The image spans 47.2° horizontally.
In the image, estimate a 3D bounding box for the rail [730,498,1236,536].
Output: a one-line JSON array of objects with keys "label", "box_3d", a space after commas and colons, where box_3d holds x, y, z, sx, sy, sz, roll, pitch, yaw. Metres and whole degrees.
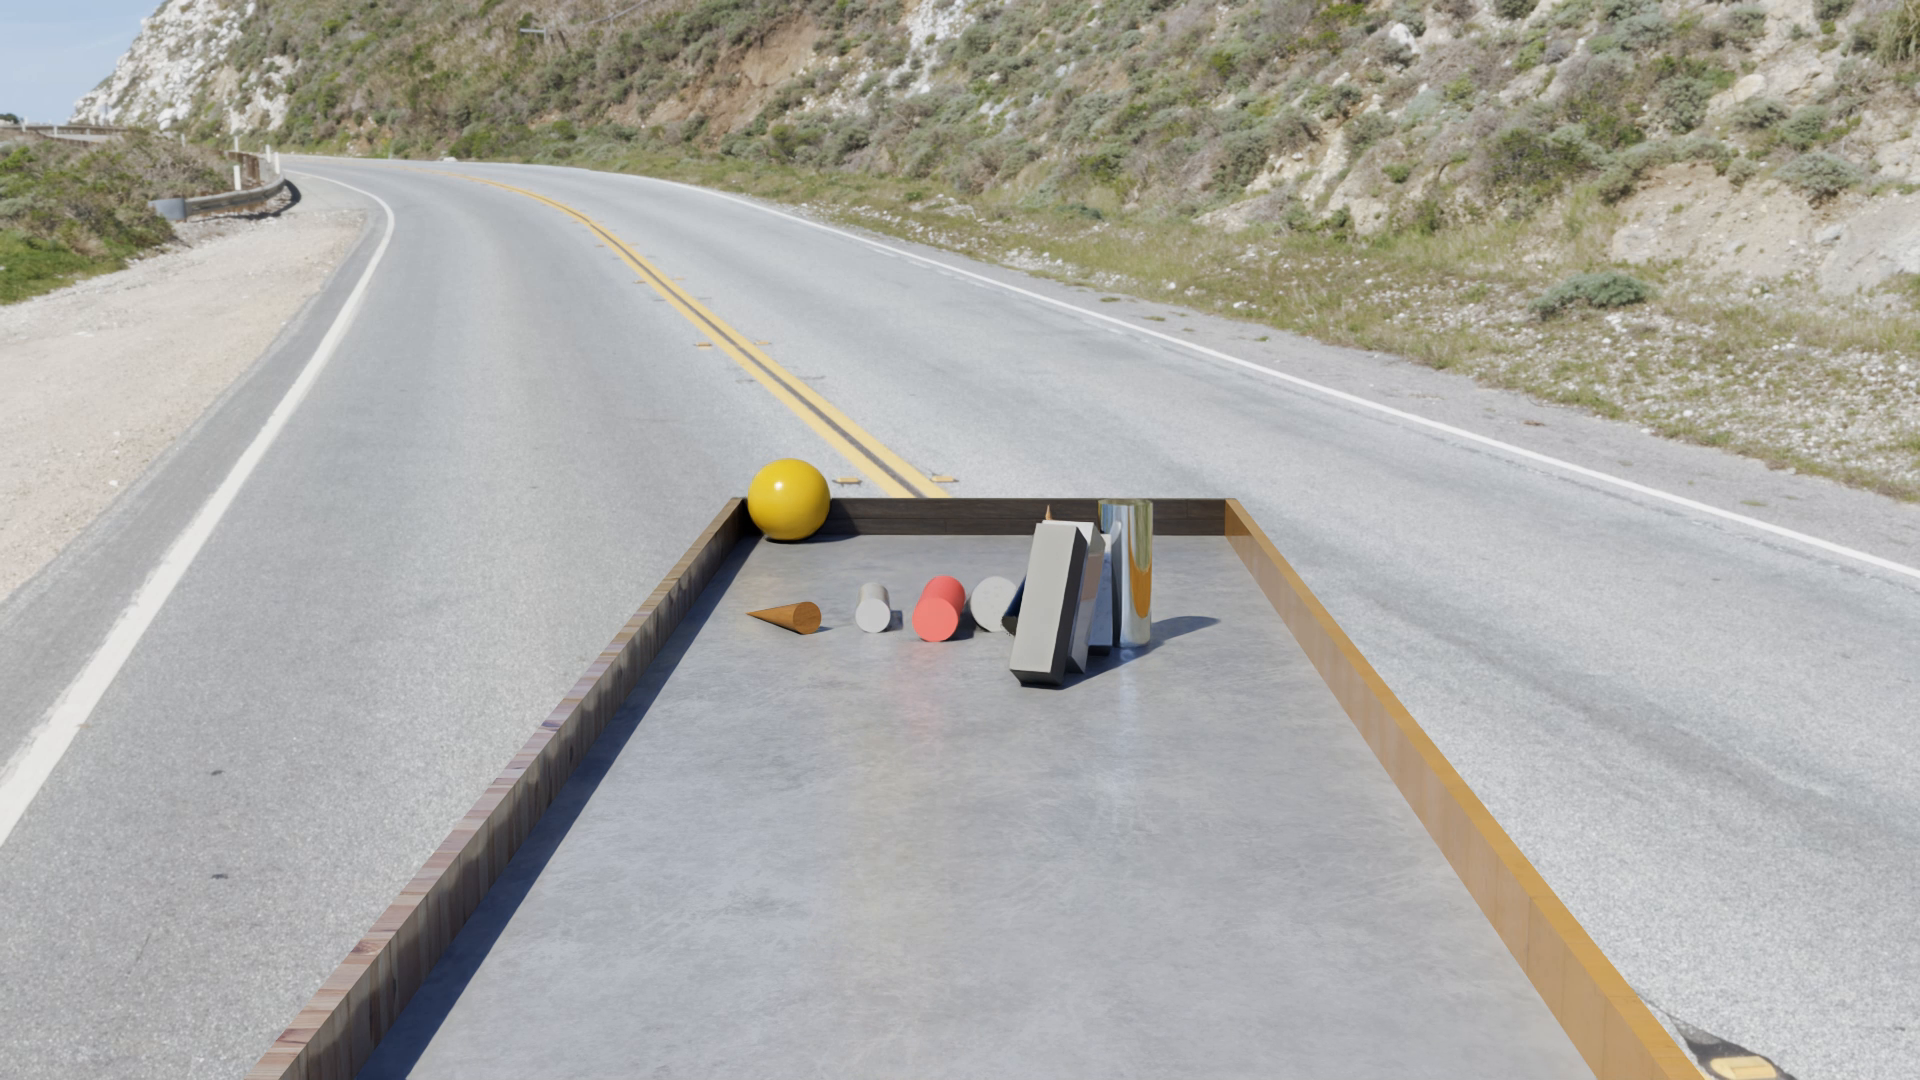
[{"label": "rail", "box_3d": [0.099, -0.098, 9.147, 2.100, 0.150, 0.050, 0, 9, 1]}]

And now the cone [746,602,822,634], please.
[{"label": "cone", "box_3d": [-0.611, 0.250, 7.265, 0.106, 0.106, 0.427, -6, 4, -34]}]

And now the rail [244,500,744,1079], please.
[{"label": "rail", "box_3d": [-1.004, 0.839, 3.234, 0.050, 0.150, 12.000, 0, 9, 1]}]

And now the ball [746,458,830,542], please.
[{"label": "ball", "box_3d": [-0.697, -0.163, 8.951, 0.340, 0.340, 0.340, 0, 9, 0]}]

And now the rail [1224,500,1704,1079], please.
[{"label": "rail", "box_3d": [1.046, 0.843, 3.208, 0.050, 0.150, 12.000, 0, 9, 1]}]

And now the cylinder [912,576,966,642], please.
[{"label": "cylinder", "box_3d": [-0.067, 0.221, 7.158, 0.144, 0.144, 0.406, 1, 9, 4]}]

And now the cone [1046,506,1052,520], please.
[{"label": "cone", "box_3d": [0.282, 0.084, 7.061, 0.161, 0.414, 0.161, 1, -11, 0]}]

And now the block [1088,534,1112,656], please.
[{"label": "block", "box_3d": [0.384, 0.169, 6.730, 0.148, 0.348, 0.148, 1, -16, 0]}]

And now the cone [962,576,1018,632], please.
[{"label": "cone", "box_3d": [0.059, 0.226, 7.307, 0.179, 0.179, 0.364, -3, -4, -20]}]

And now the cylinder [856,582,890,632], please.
[{"label": "cylinder", "box_3d": [-0.288, 0.221, 7.256, 0.112, 0.112, 0.306, 0, 9, -2]}]

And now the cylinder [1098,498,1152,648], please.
[{"label": "cylinder", "box_3d": [0.517, 0.102, 6.925, 0.172, 0.448, 0.172, 0, 8, 0]}]

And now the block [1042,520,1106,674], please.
[{"label": "block", "box_3d": [0.308, 0.168, 6.539, 0.158, 0.419, 0.158, 3, -21, 20]}]

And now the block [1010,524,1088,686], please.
[{"label": "block", "box_3d": [0.258, 0.187, 6.386, 0.123, 0.453, 0.123, 4, -21, 21]}]

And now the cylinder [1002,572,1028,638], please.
[{"label": "cylinder", "box_3d": [0.278, 0.157, 6.894, 0.173, 0.321, 0.173, 25, -23, 12]}]
